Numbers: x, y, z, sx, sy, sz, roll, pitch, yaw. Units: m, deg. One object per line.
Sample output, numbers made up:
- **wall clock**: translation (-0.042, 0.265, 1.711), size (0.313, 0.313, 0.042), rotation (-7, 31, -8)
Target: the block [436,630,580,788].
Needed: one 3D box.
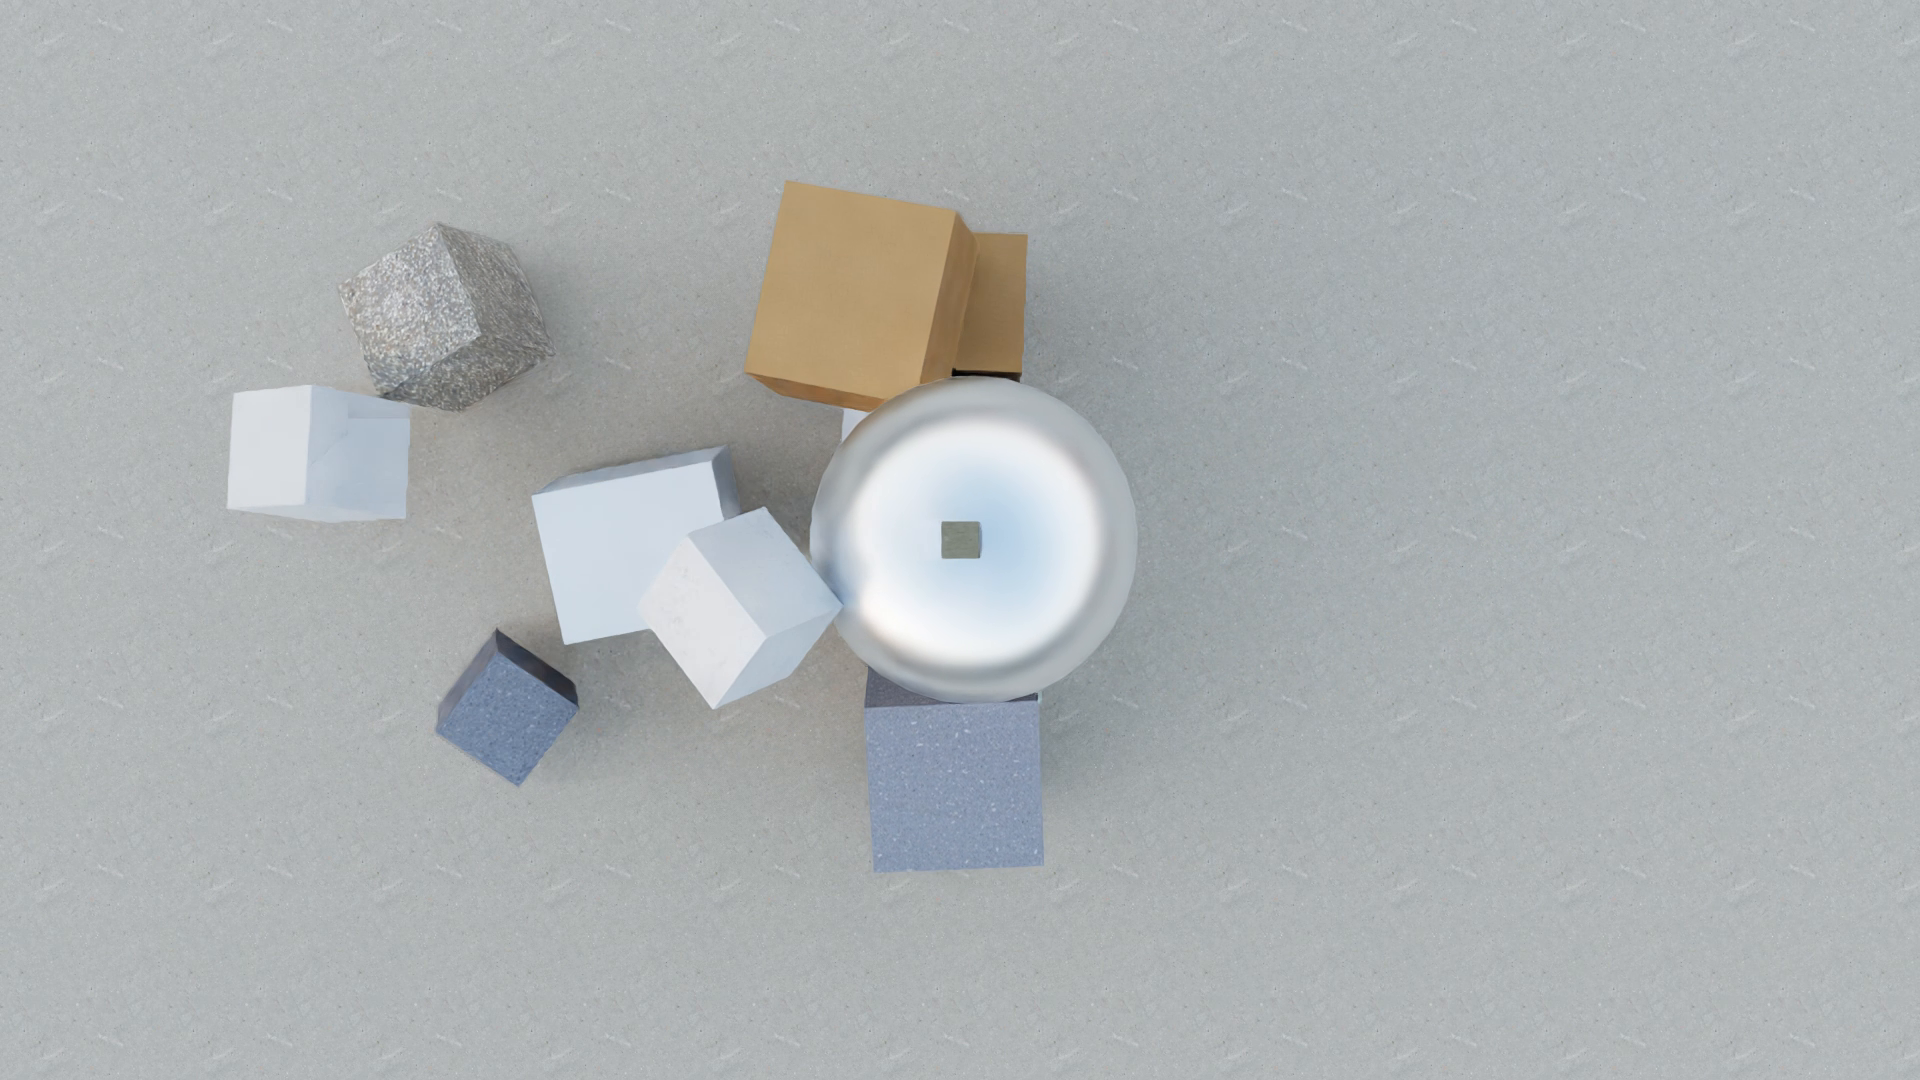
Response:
- **block**: translation (-2.594, 0.956, 12.607), size (0.560, 0.640, 0.562), rotation (37, 90, -15)

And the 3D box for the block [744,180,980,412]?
- **block**: translation (-0.506, -1.243, 11.706), size (0.917, 0.815, 1.021), rotation (12, 87, 10)

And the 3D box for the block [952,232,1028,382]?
- **block**: translation (-0.016, -1.313, 12.563), size (0.748, 0.860, 0.763), rotation (2, 89, 0)

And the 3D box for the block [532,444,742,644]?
- **block**: translation (-1.771, 0.012, 12.501), size (1.006, 0.854, 0.847), rotation (-11, 98, 2)

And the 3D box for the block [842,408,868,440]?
- **block**: translation (-0.179, -0.471, 12.556), size (0.954, 0.885, 0.862), rotation (4, 90, 0)

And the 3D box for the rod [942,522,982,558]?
- **rod**: translation (0.029, 0.000, 7.291), size (0.080, 5.200, 0.080), rotation (0, 90, 1)

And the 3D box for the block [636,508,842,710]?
- **block**: translation (-1.036, 0.314, 10.311), size (0.623, 0.526, 0.564), rotation (51, 130, 15)

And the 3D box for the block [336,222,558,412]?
- **block**: translation (-2.901, -1.243, 12.461), size (0.731, 0.760, 0.706), rotation (-28, 77, 18)

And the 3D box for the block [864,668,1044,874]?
- **block**: translation (-0.026, 1.122, 11.727), size (0.882, 1.044, 0.907), rotation (-2, 106, 1)

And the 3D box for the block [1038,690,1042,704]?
- **block**: translation (0.001, 0.481, 12.604), size (0.906, 0.791, 0.854), rotation (0, 90, 0)

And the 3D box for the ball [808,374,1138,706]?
- **ball**: translation (0.067, 0.000, 10.691), size (1.600, 1.600, 1.600), rotation (0, 90, 0)

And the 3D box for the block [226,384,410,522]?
- **block**: translation (-3.477, -0.457, 11.949), size (0.606, 0.704, 0.627), rotation (-2, 83, 32)
